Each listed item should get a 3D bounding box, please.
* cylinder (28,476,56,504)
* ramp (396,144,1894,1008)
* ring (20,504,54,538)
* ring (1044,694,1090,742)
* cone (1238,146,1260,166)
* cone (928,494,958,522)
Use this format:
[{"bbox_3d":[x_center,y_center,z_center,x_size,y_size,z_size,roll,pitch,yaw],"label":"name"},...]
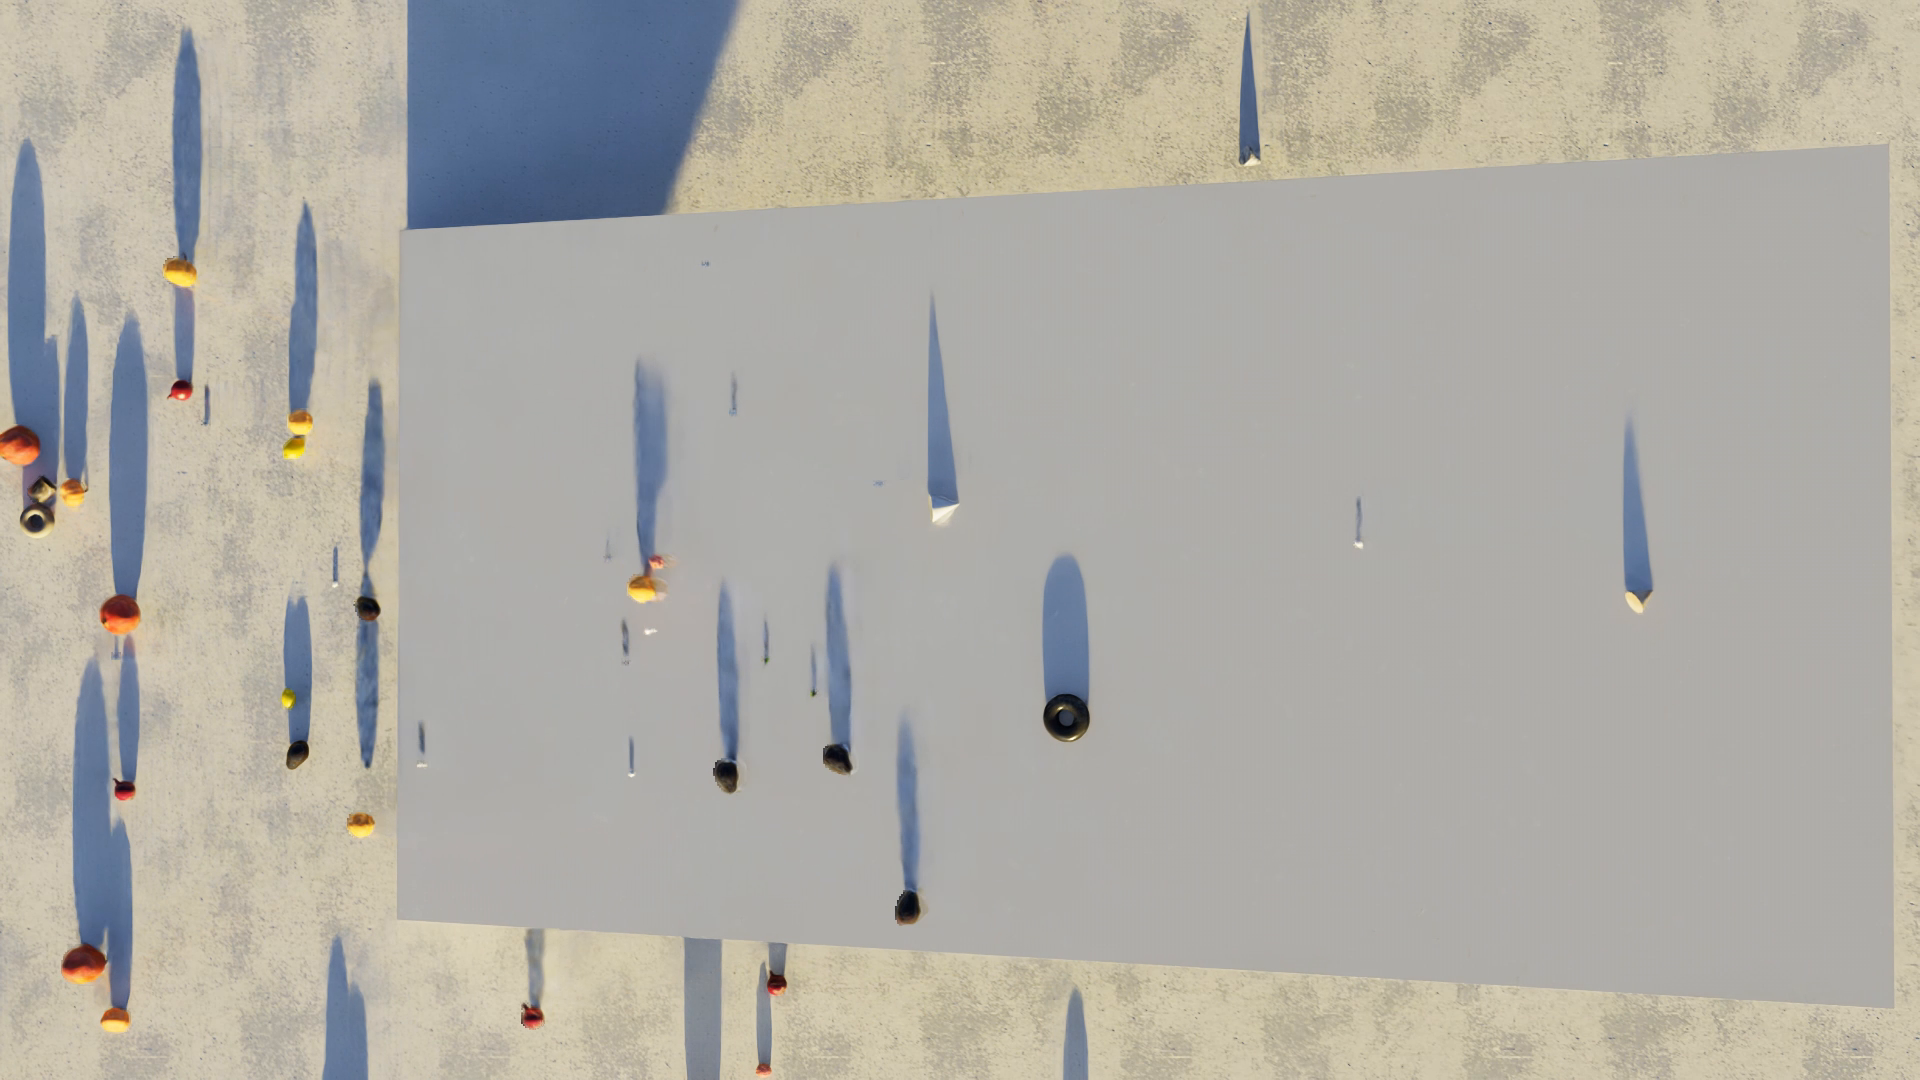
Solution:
[{"bbox_3d":[-2.691,-0.147,6.449,0.055,0.055,0.055,43,89,1],"label":"cylinder"},{"bbox_3d":[0.278,0.091,5.779,4.000,0.100,2.000,0,89,19],"label":"ramp"},{"bbox_3d":[-2.710,-0.056,6.459,0.101,0.034,0.101,0,88,0],"label":"ring"},{"bbox_3d":[0.276,0.461,5.699,0.127,0.042,0.127,1,93,21],"label":"ring"},{"bbox_3d":[0.864,-1.123,6.476,0.060,0.060,0.060,15,89,-26],"label":"cone"},{"bbox_3d":[-0.040,-0.090,5.819,0.078,0.078,0.078,-8,89,-8],"label":"cone"}]
